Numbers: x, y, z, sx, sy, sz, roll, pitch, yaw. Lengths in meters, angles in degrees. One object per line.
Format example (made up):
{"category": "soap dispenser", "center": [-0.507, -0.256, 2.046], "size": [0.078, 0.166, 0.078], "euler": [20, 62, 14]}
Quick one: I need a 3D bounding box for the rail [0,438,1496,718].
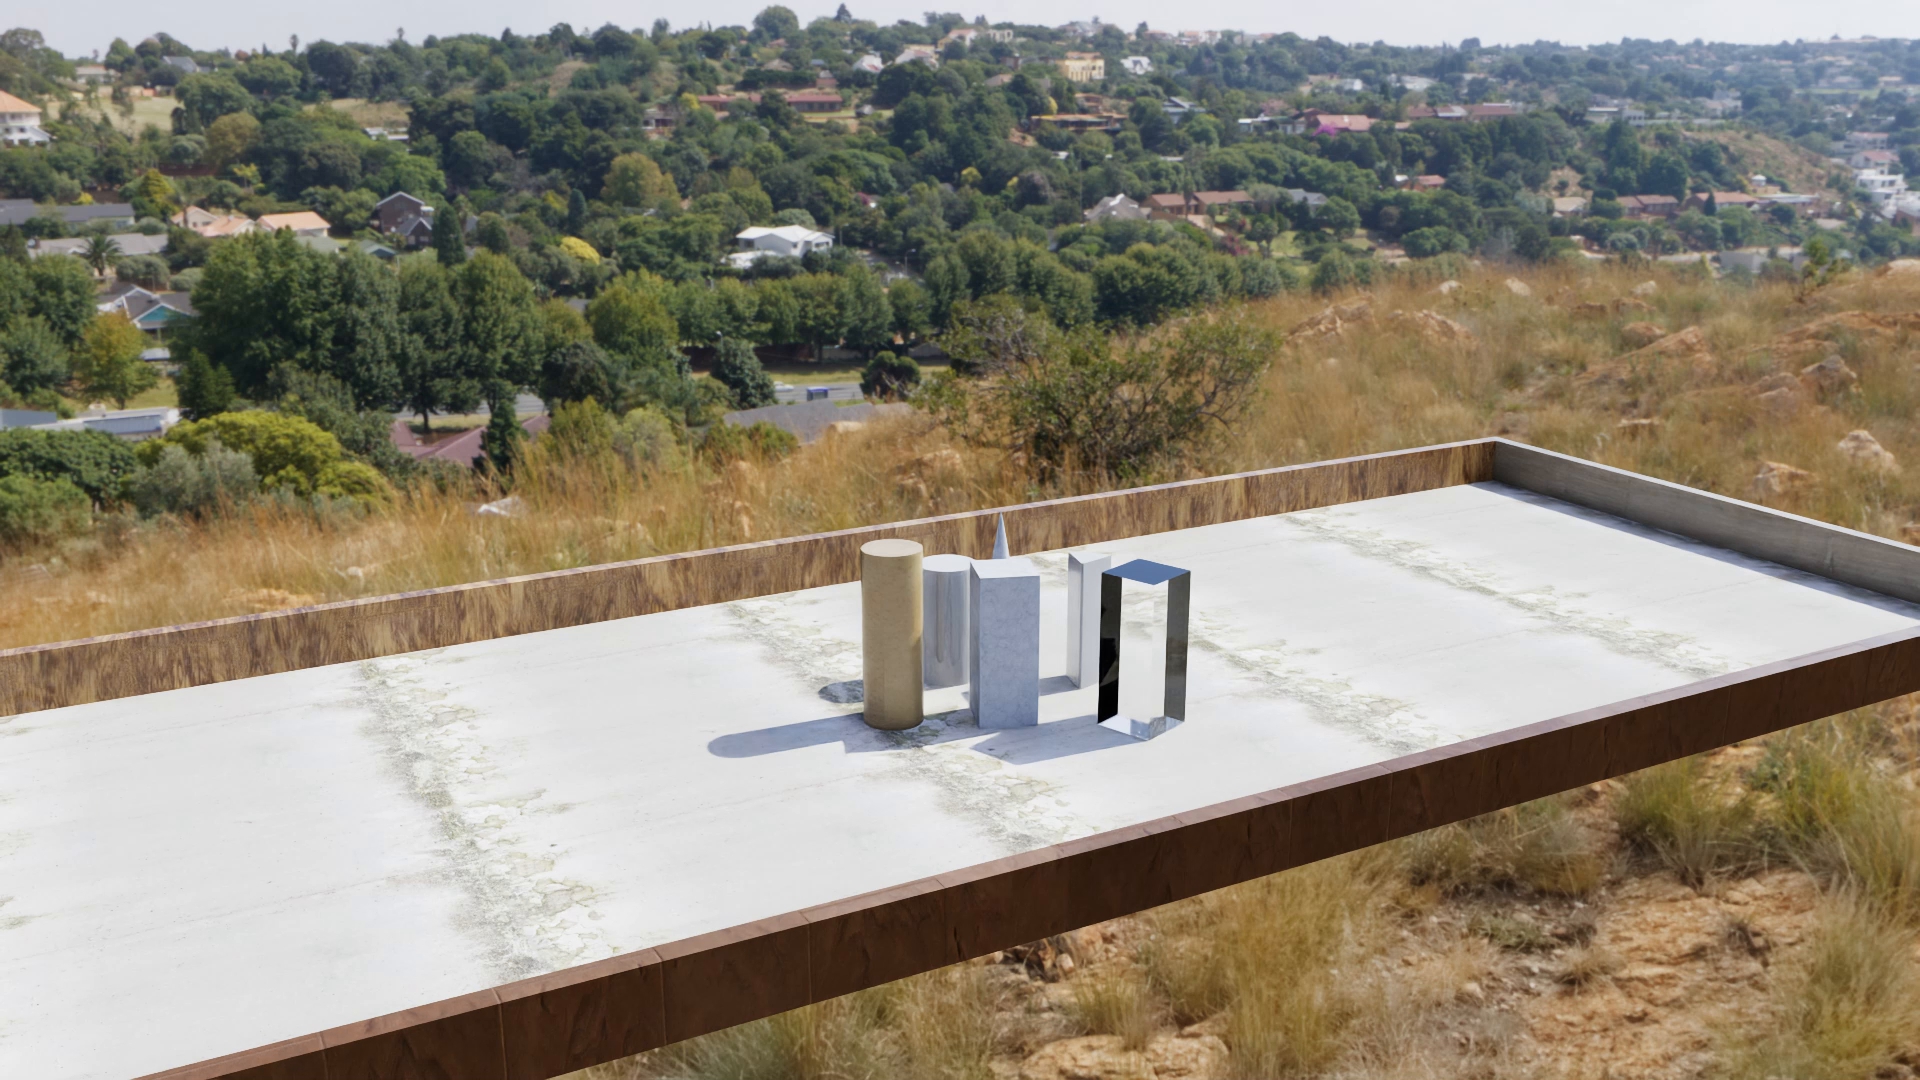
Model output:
{"category": "rail", "center": [-3.305, 0.497, 3.399], "size": [12.000, 0.150, 0.050], "euler": [-9, 18, -27]}

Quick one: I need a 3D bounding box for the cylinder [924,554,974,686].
{"category": "cylinder", "center": [-0.032, 0.201, 4.138], "size": [0.147, 0.300, 0.147], "euler": [0, 16, 0]}

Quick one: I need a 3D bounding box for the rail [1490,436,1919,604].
{"category": "rail", "center": [2.466, -0.048, 5.253], "size": [0.050, 0.150, 2.100], "euler": [-9, 18, -27]}

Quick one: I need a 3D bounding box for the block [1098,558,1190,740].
{"category": "block", "center": [0.427, 0.252, 3.833], "size": [0.146, 0.375, 0.146], "euler": [14, 21, 39]}

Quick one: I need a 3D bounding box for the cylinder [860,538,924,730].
{"category": "cylinder", "center": [-0.157, 0.221, 3.851], "size": [0.144, 0.424, 0.144], "euler": [0, 16, 0]}

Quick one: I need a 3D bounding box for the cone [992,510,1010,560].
{"category": "cone", "center": [0.108, 0.097, 4.364], "size": [0.132, 0.372, 0.132], "euler": [0, 16, 0]}

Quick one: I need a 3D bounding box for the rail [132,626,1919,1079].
{"category": "rail", "center": [-2.336, 1.006, 1.665], "size": [12.000, 0.150, 0.050], "euler": [-9, 18, -27]}

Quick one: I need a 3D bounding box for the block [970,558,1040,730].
{"category": "block", "center": [0.103, 0.242, 3.873], "size": [0.140, 0.370, 0.140], "euler": [-3, 17, -9]}

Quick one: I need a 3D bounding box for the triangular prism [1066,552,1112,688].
{"category": "triangular prism", "center": [0.303, 0.194, 4.114], "size": [0.106, 0.327, 0.092], "euler": [-15, 22, -42]}
